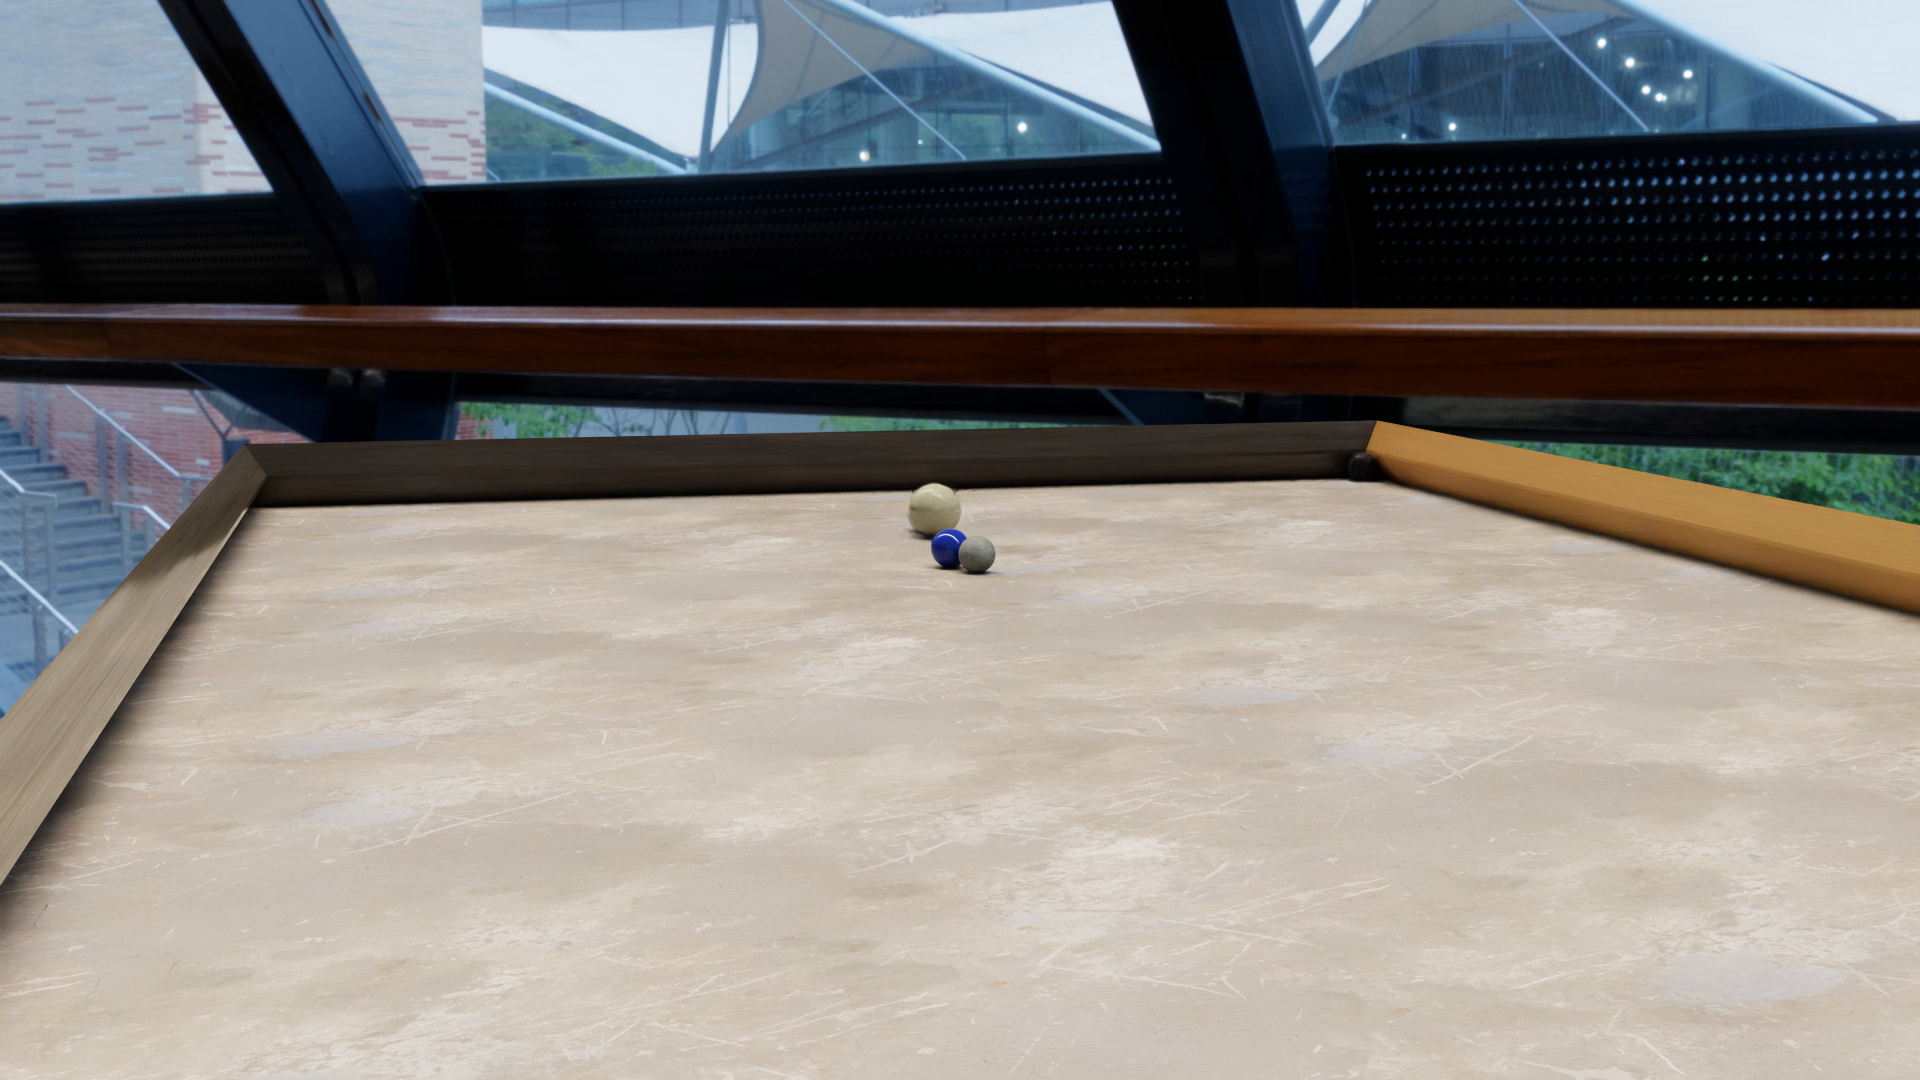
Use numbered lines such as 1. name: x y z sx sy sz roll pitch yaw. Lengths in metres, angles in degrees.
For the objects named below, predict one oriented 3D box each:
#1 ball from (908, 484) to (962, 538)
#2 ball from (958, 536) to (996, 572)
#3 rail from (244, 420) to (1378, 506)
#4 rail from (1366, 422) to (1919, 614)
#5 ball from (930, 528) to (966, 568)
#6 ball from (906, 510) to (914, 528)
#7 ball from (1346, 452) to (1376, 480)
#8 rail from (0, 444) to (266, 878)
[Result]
1. ball: -0.045 -0.052 3.863 0.094 0.094 0.094 0 8 0
2. ball: 0.027 0.022 3.454 0.059 0.059 0.059 0 8 0
3. rail: -0.233 -0.160 4.534 2.377 0.122 0.045 -2 8 -13
4. rail: 1.371 0.072 2.856 0.045 0.122 4.092 -2 8 -13
5. ball: -0.016 0.013 3.507 0.063 0.063 0.063 0 8 0
6. ball: -0.064 -0.047 3.940 0.063 0.063 0.063 0 8 0
7. ball: 0.868 -0.159 4.758 0.063 0.063 0.063 0 8 0
8. rail: -0.893 0.146 2.317 0.045 0.122 4.092 -2 8 -13
